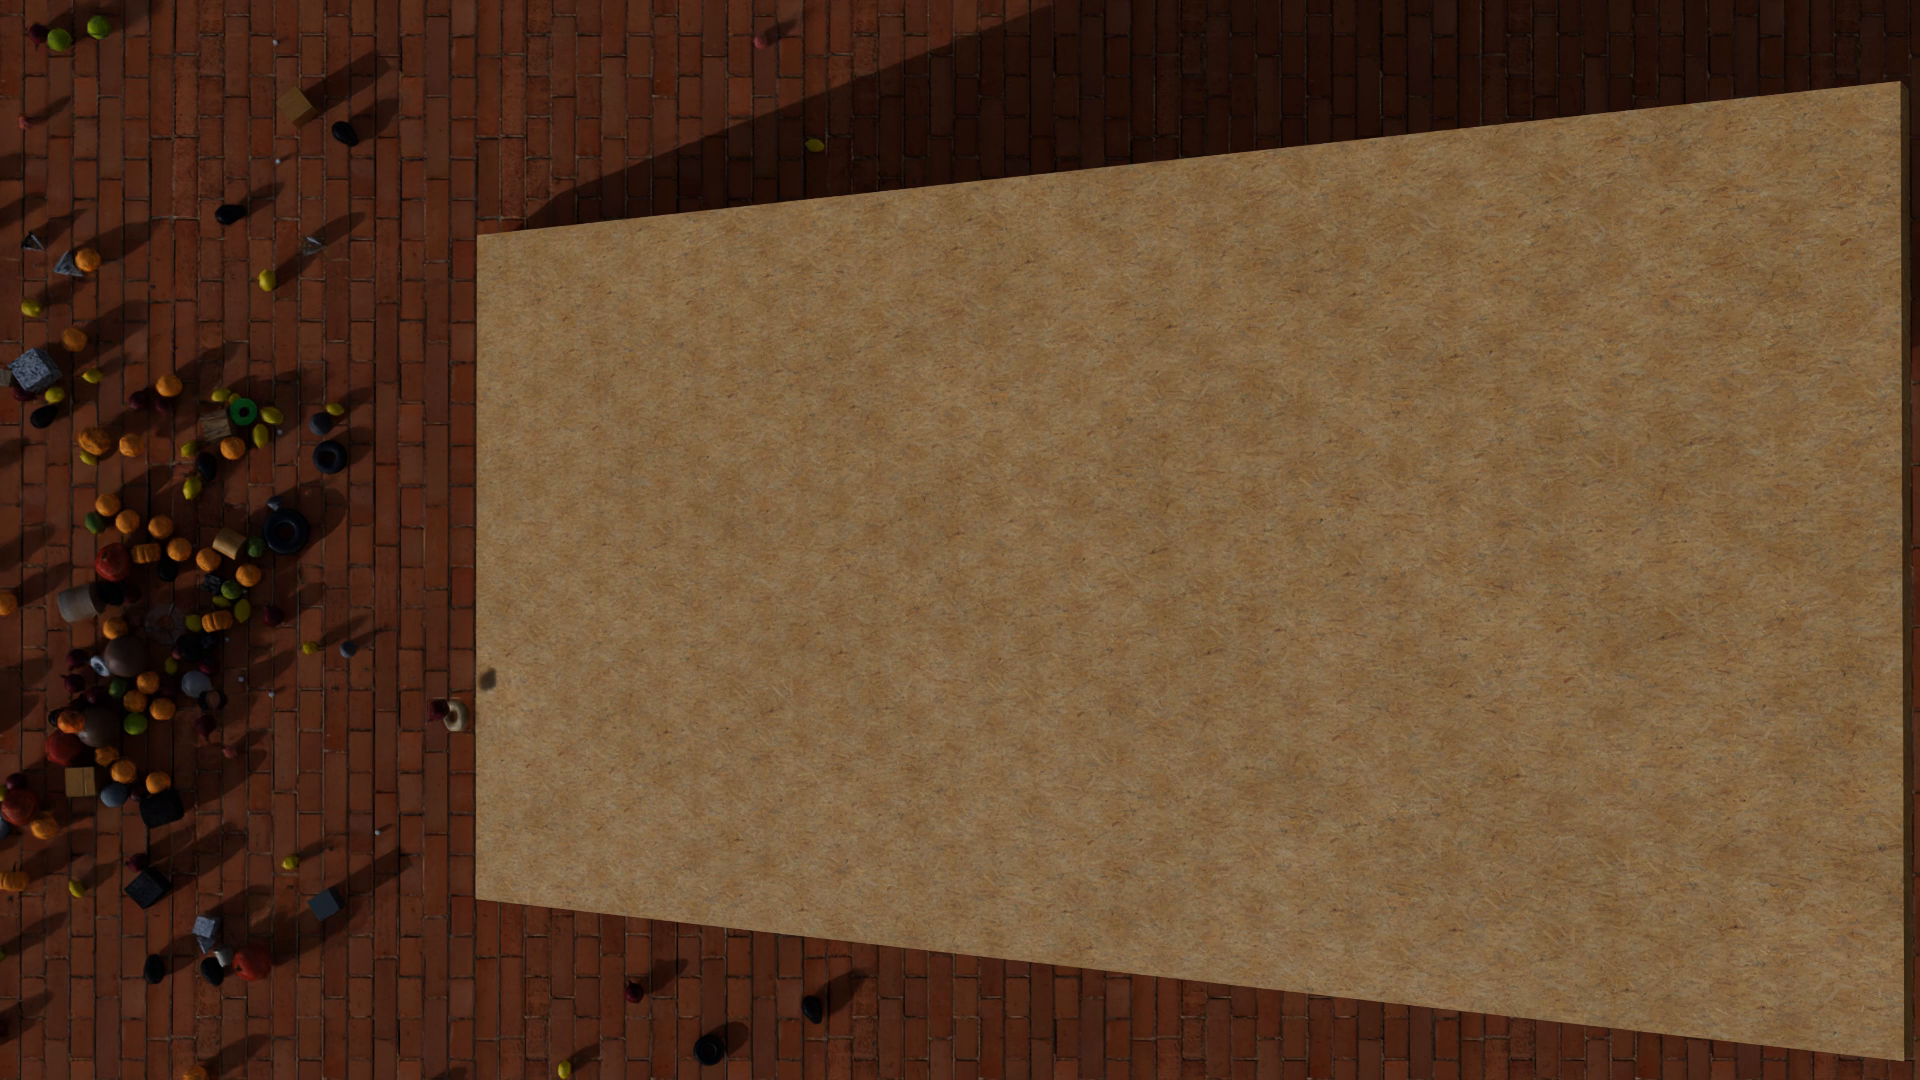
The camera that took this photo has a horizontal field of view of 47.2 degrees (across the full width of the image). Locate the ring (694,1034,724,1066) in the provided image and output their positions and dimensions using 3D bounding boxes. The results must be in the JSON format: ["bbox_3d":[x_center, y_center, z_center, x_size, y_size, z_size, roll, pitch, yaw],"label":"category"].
[{"bbox_3d":[-0.763,1.551,6.682,0.094,0.031,0.094,0,89,1],"label":"ring"}]

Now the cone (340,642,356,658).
[{"bbox_3d":[-1.868,0.334,6.683,0.051,0.051,0.051,0,89,0],"label":"cone"}]

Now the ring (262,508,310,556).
[{"bbox_3d":[-2.050,-0.024,6.688,0.143,0.048,0.143,0,90,-1],"label":"ring"}]

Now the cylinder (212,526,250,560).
[{"bbox_3d":[-2.212,0.011,6.673,0.077,0.077,0.077,29,90,0],"label":"cylinder"}]

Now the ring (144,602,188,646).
[{"bbox_3d":[-2.413,0.256,6.687,0.137,0.046,0.137,0,88,1],"label":"ring"}]

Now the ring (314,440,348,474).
[{"bbox_3d":[-1.918,-0.252,6.697,0.104,0.035,0.104,0,89,-1],"label":"ring"}]

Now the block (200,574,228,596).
[{"bbox_3d":[-2.268,0.134,6.684,0.052,0.052,0.052,21,90,0],"label":"block"}]

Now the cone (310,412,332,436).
[{"bbox_3d":[-1.953,-0.354,6.679,0.071,0.071,0.071,0,89,0],"label":"cone"}]

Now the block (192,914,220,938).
[{"bbox_3d":[-2.286,1.170,6.674,0.055,0.055,0.055,18,90,0],"label":"block"}]

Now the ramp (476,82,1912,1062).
[{"bbox_3d":[0.260,0.071,5.599,4.000,0.100,2.000,0,89,32],"label":"ramp"}]

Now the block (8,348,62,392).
[{"bbox_3d":[-2.804,-0.514,6.669,0.094,0.094,0.094,-35,90,0],"label":"block"}]

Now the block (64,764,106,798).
[{"bbox_3d":[-2.649,0.729,6.661,0.087,0.087,0.087,-3,89,0],"label":"block"}]

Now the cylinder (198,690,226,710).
[{"bbox_3d":[-2.266,0.485,6.665,0.060,0.060,0.060,-7,89,37],"label":"cylinder"}]

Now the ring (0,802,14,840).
[{"bbox_3d":[-2.938,0.854,6.684,0.123,0.041,0.123,0,89,1],"label":"ring"}]

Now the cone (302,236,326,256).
[{"bbox_3d":[-1.966,-0.895,6.704,0.067,0.067,0.067,0,89,-27],"label":"cone"}]

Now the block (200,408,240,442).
[{"bbox_3d":[-2.247,-0.347,6.674,0.080,0.080,0.080,-14,90,0],"label":"block"}]

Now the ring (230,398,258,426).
[{"bbox_3d":[-2.176,-0.389,6.681,0.087,0.029,0.087,-12,110,-37],"label":"ring"}]

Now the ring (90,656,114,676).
[{"bbox_3d":[-2.607,0.382,6.678,0.077,0.026,0.077,14,131,16],"label":"ring"}]

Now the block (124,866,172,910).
[{"bbox_3d":[-2.457,1.053,6.660,0.085,0.085,0.085,-44,90,0],"label":"block"}]

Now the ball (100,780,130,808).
[{"bbox_3d":[-2.562,0.769,6.664,0.082,0.082,0.082,0,89,0],"label":"ball"}]

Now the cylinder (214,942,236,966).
[{"bbox_3d":[-2.229,1.257,6.667,0.052,0.052,0.052,-16,104,0],"label":"cylinder"}]

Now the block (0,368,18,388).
[{"bbox_3d":[-2.904,-0.492,6.690,0.051,0.051,0.051,13,90,0],"label":"block"}]

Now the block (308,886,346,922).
[{"bbox_3d":[-1.919,1.102,6.665,0.073,0.073,0.073,-32,90,0],"label":"block"}]

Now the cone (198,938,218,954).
[{"bbox_3d":[-2.282,1.222,6.688,0.054,0.054,0.054,-25,89,-27],"label":"cone"}]

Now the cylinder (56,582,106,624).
[{"bbox_3d":[-2.661,0.192,6.660,0.099,0.099,0.099,-20,90,7],"label":"cylinder"}]

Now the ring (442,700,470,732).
[{"bbox_3d":[-1.525,0.531,6.648,0.099,0.033,0.099,1,91,33],"label":"ring"}]

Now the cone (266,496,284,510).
[{"bbox_3d":[-2.080,-0.099,6.700,0.054,0.054,0.054,-10,116,0],"label":"cone"}]

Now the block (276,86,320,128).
[{"bbox_3d":[-2.013,-1.316,6.683,0.080,0.080,0.080,-39,90,0],"label":"block"}]

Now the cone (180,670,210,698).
[{"bbox_3d":[-2.322,0.448,6.654,0.089,0.089,0.089,-1,100,-8],"label":"cone"}]
